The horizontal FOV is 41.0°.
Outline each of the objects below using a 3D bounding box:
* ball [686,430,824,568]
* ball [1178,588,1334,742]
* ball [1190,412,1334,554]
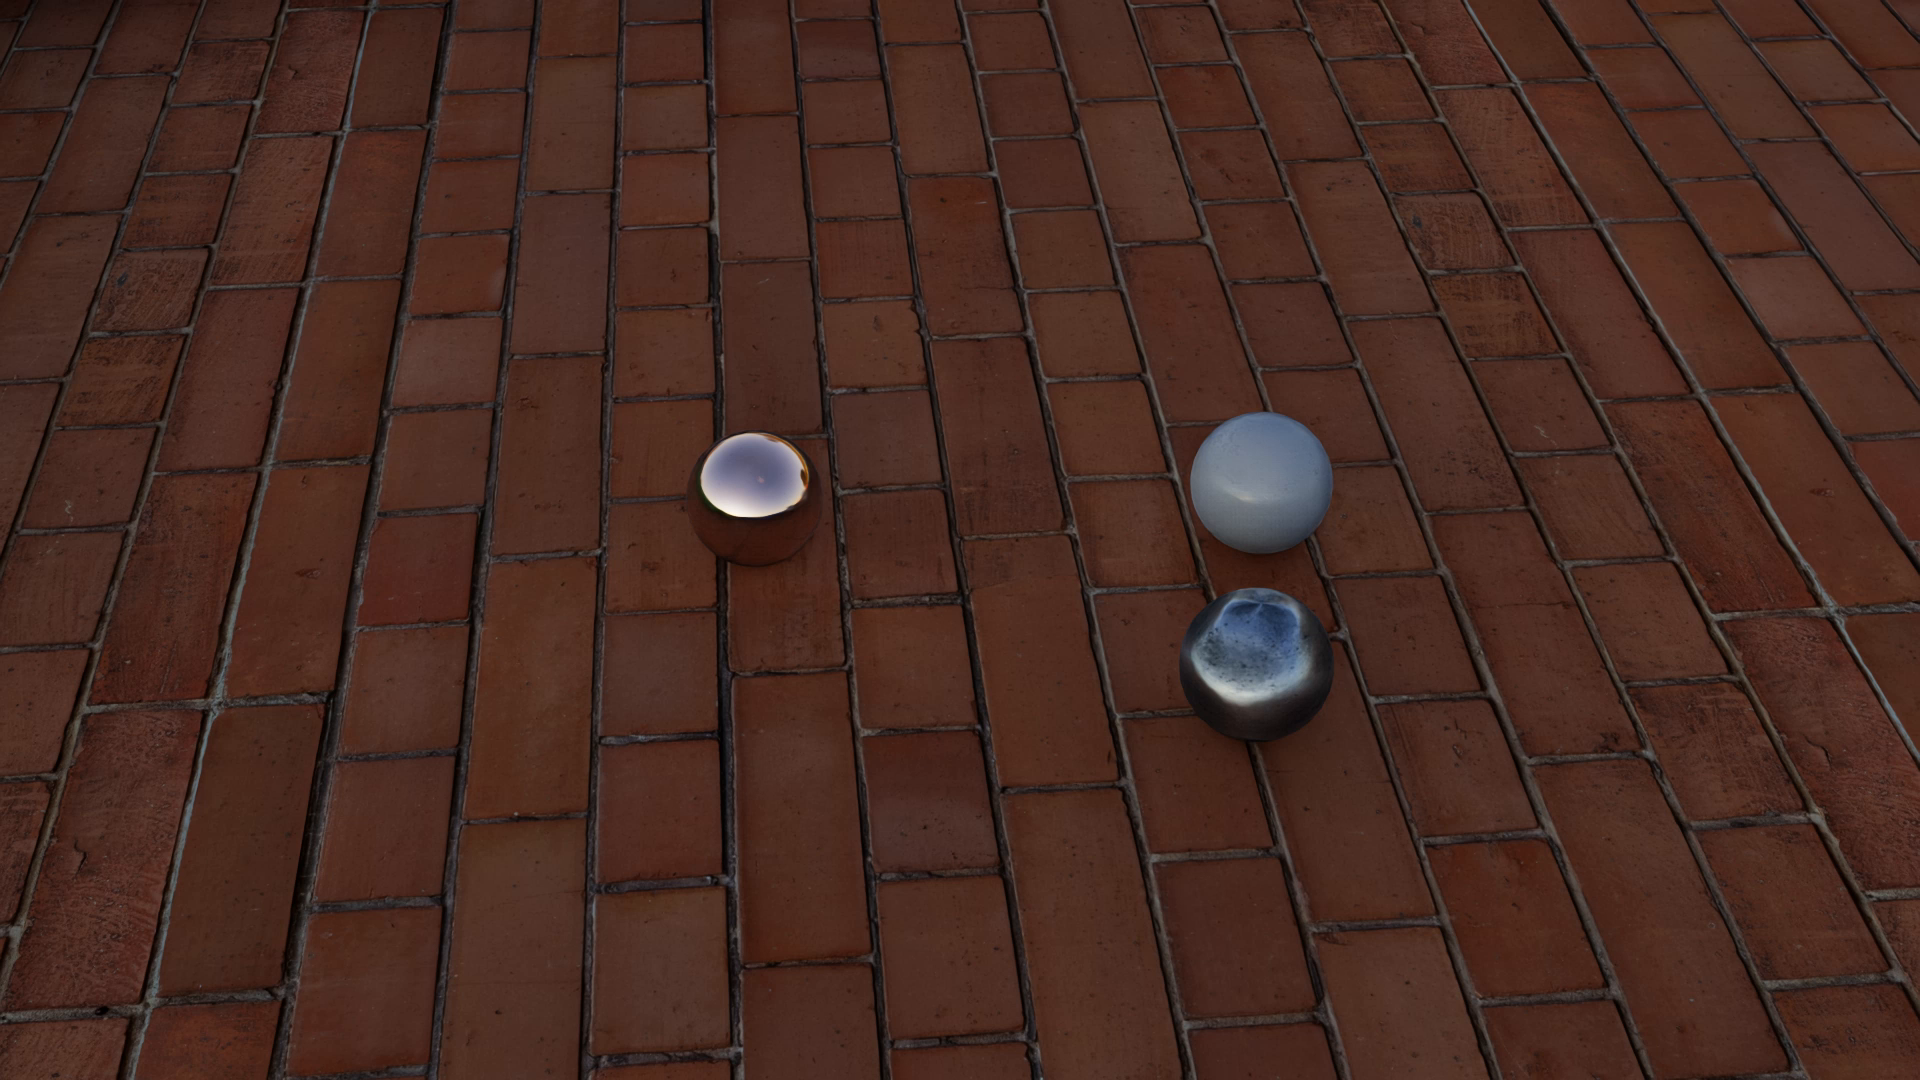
[{"bbox_3d":[-0.131,-0.027,1.637,0.088,0.088,0.088,0,36,0],"label":"ball"},{"bbox_3d":[0.173,0.073,1.498,0.090,0.090,0.090,0,36,0],"label":"ball"},{"bbox_3d":[0.194,-0.037,1.647,0.092,0.092,0.092,0,36,0],"label":"ball"}]
